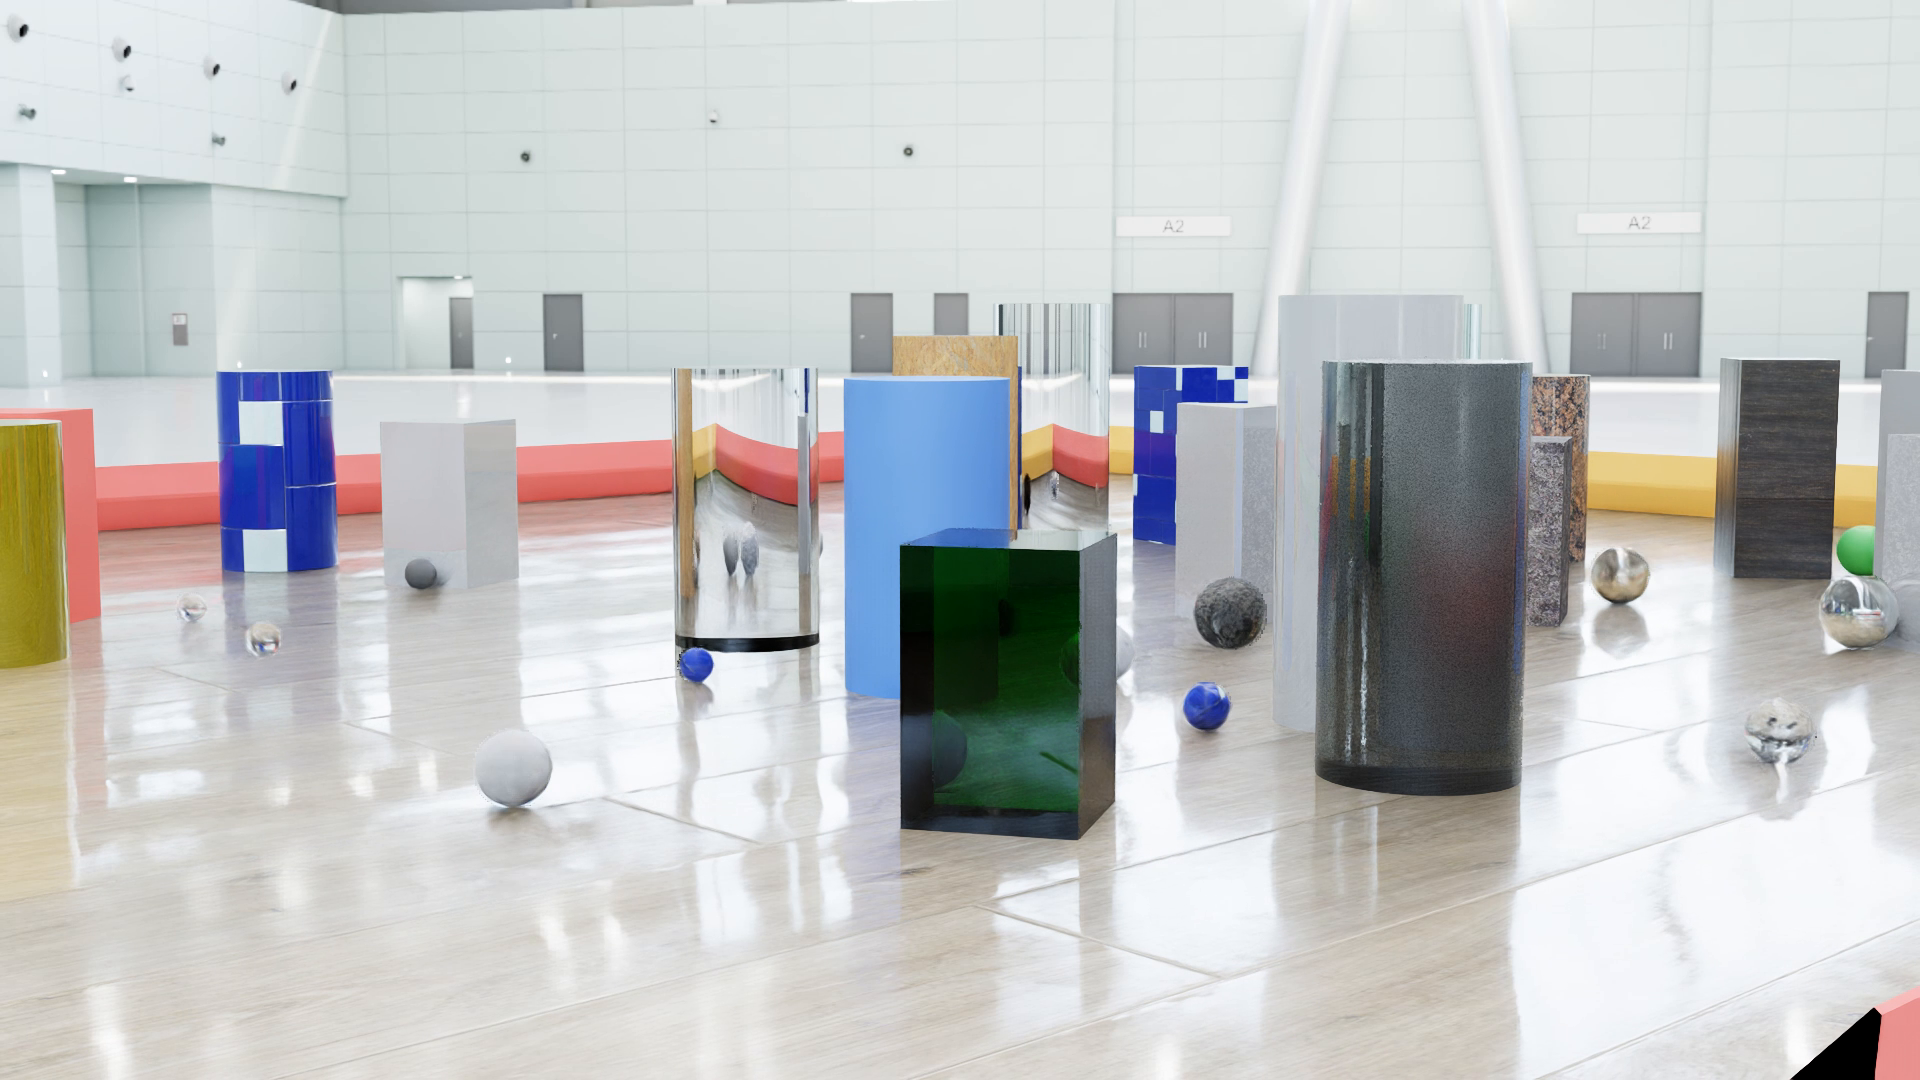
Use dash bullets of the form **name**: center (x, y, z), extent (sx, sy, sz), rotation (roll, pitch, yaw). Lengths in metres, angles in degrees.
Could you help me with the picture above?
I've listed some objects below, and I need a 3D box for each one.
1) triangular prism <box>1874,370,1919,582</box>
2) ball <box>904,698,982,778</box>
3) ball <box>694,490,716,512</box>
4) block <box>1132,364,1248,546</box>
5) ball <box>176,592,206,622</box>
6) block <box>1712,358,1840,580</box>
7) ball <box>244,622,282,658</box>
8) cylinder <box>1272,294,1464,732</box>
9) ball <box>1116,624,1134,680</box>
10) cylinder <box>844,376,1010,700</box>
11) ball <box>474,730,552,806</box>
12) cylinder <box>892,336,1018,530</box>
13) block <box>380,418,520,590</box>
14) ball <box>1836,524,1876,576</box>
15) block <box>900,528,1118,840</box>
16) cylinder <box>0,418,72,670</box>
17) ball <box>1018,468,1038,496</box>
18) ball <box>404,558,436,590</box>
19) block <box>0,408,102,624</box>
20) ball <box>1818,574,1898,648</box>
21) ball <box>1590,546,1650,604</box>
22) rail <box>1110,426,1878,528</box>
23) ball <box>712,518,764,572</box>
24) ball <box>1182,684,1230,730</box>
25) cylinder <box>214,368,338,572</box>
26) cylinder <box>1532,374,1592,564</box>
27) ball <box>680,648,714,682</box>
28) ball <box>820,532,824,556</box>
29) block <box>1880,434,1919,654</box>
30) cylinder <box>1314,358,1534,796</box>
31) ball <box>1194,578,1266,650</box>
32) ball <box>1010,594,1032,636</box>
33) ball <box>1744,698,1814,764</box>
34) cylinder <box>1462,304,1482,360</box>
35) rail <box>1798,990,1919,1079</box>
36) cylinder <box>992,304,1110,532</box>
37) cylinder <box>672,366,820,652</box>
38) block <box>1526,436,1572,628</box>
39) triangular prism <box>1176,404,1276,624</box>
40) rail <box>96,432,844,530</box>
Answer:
- **triangular prism**: center (1.505, -0.089, 3.440), extent (0.169, 0.350, 0.147), rotation (-5, 8, -38)
- **ball**: center (-0.016, 0.187, 2.075), extent (0.074, 0.074, 0.074), rotation (0, 6, 0)
- **ball**: center (-0.561, -0.086, 4.842), extent (0.052, 0.052, 0.052), rotation (0, 6, 0)
- **block**: center (0.444, -0.167, 4.243), extent (0.156, 0.337, 0.156), rotation (-3, 7, -30)
- **ball**: center (-1.101, 0.096, 3.149), extent (0.041, 0.041, 0.041), rotation (0, 6, 0)
- **block**: center (1.374, -0.124, 3.708), extent (0.156, 0.363, 0.156), rotation (1, 6, 7)
- **ball**: center (-0.895, 0.128, 2.823), extent (0.046, 0.046, 0.046), rotation (0, 6, 0)
- **cylinder**: center (0.438, -0.033, 2.372), extent (0.196, 0.460, 0.196), rotation (0, 6, 0)
- **ball**: center (0.170, 0.134, 2.623), extent (0.076, 0.076, 0.076), rotation (0, 6, 0)
- **cylinder**: center (-0.039, -0.008, 2.596), extent (0.196, 0.364, 0.196), rotation (0, 6, 0)
- **ball**: center (-0.401, 0.205, 1.978), extent (0.069, 0.069, 0.069), rotation (0, 6, 0)
- **cylinder**: center (-0.008, -0.116, 3.434), extent (0.196, 0.404, 0.196), rotation (0, 6, 0)
- **block**: center (-0.834, -0.064, 3.602), extent (0.156, 0.265, 0.156), rotation (2, 6, 20)
- **ball**: center (1.512, 0.018, 3.673), extent (0.088, 0.088, 0.088), rotation (0, 6, 0)
- **block**: center (0.045, 0.121, 1.934), extent (0.156, 0.246, 0.156), rotation (2, 6, 16)
- **cylinder**: center (-1.243, 0.002, 2.801), extent (0.196, 0.302, 0.196), rotation (0, 6, 0)
- **ball**: center (0.154, -0.138, 5.263), extent (0.068, 0.068, 0.068), rotation (0, 6, 0)
- **ball**: center (-0.862, 0.054, 3.515), extent (0.050, 0.050, 0.050), rotation (0, 6, 0)
- **block**: center (-1.342, -0.033, 3.130), extent (0.156, 0.302, 0.156), rotation (1, 6, 7)
- **ball**: center (1.183, 0.094, 2.897), extent (0.098, 0.098, 0.098), rotation (0, 6, 0)
- **ball**: center (1.002, 0.054, 3.338), extent (0.087, 0.087, 0.087), rotation (0, 6, 0)
- **rail**: center (1.559, -0.117, 4.763), extent (0.045, 0.127, 4.006), rotation (-5, 8, -42)
- **ball**: center (-0.377, 0.009, 3.740), extent (0.091, 0.091, 0.091), rotation (0, 6, 0)
- **ball**: center (0.262, 0.177, 2.334), extent (0.050, 0.050, 0.050), rotation (0, 6, 0)
- **cylinder**: center (-1.186, -0.124, 3.820), extent (0.196, 0.340, 0.196), rotation (0, 6, 0)
- **cylinder**: center (1.026, -0.131, 3.945), extent (0.196, 0.329, 0.196), rotation (0, 6, 0)
- **ball**: center (-0.316, 0.150, 2.638), extent (0.041, 0.041, 0.041), rotation (0, 6, 0)
- **ball**: center (-0.278, 0.008, 3.772), extent (0.088, 0.088, 0.088), rotation (0, 6, 0)
- **block**: center (1.320, 0.006, 2.862), extent (0.156, 0.281, 0.156), rotation (-1, 6, -12)
- **cylinder**: center (0.440, 0.028, 2.097), extent (0.196, 0.396, 0.196), rotation (0, 6, 0)
- **ball**: center (0.354, 0.097, 2.892), extent (0.094, 0.094, 0.094), rotation (0, 6, 0)
- **ball**: center (0.071, 0.103, 3.019), extent (0.055, 0.055, 0.055), rotation (0, 6, 0)
- **ball**: center (0.806, 0.188, 2.163), extent (0.064, 0.064, 0.064), rotation (0, 6, 0)
- **cylinder**: center (0.955, -0.250, 4.470), extent (0.196, 0.456, 0.196), rotation (0, 6, 0)
- **rail**: center (1.342, 0.184, 1.885), extent (4.290, 0.127, 0.045), rotation (-5, 8, -42)
- **cylinder**: center (0.152, -0.167, 3.679), extent (0.196, 0.455, 0.196), rotation (0, 6, 0)
- **cylinder**: center (-0.286, -0.046, 2.941), extent (0.196, 0.368, 0.196), rotation (0, 6, 0)
- **block**: center (0.795, -0.017, 3.179), extent (0.156, 0.260, 0.156), rotation (2, 6, 20)
- **triangular prism**: center (0.377, -0.040, 3.163), extent (0.147, 0.310, 0.169), rotation (4, 7, 36)
- **rail**: center (-1.342, -0.118, 4.779), extent (4.290, 0.127, 0.045), rotation (-5, 8, -42)
